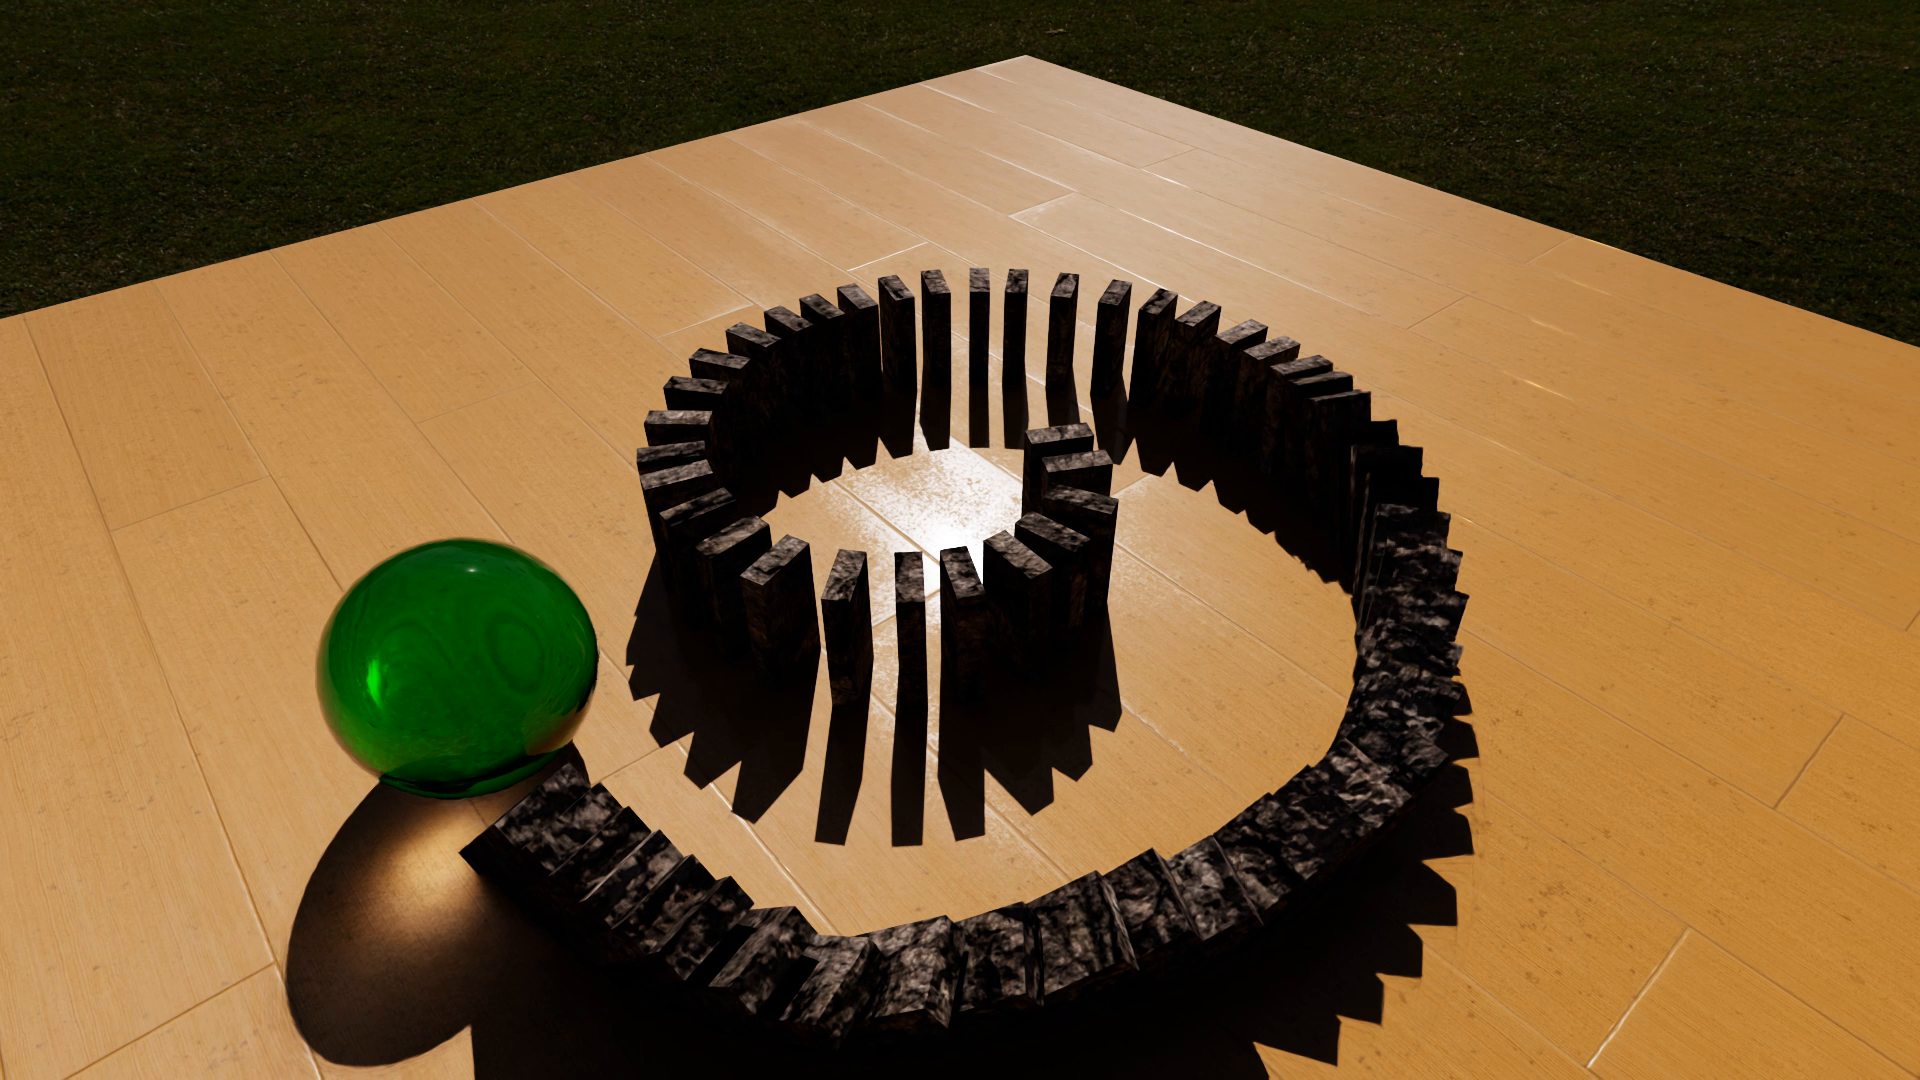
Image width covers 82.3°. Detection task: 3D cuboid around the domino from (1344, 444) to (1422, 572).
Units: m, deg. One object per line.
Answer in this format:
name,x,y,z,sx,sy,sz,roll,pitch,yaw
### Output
domino,0.165,-0.012,0.430,0.025,0.050,0.010,3,-1,4

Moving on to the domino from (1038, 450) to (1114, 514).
domino,0.043,-0.010,0.424,0.025,0.050,0.010,-8,40,-10

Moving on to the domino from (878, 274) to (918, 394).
domino,-0.030,-0.100,0.533,0.010,0.050,0.025,-15,42,-17

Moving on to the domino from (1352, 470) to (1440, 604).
domino,0.165,0.000,0.417,0.025,0.009,0.050,7,84,9

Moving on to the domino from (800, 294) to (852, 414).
domino,-0.063,-0.088,0.519,0.010,0.050,0.025,-25,45,-27

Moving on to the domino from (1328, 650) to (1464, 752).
domino,0.134,0.063,0.347,0.025,0.009,0.050,29,78,27

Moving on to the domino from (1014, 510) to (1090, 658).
domino,0.032,0.016,0.392,0.025,0.050,0.010,27,47,29

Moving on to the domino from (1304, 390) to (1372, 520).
domino,0.157,-0.035,0.455,0.025,0.050,0.009,-10,15,-12

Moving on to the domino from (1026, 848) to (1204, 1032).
domino,0.037,0.106,0.293,0.050,0.010,0.025,-33,41,10

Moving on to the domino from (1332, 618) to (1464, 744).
domino,0.143,0.053,0.360,0.025,0.009,0.050,23,74,25

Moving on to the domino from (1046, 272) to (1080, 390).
domino,0.050,-0.101,0.535,0.009,0.050,0.025,9,40,11

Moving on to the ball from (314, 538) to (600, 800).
ball,-0.153,0.039,0.340,0.080,0.080,0.080,0,39,0

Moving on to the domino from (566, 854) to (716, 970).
domino,-0.086,0.100,0.294,0.009,0.050,0.025,50,50,-5

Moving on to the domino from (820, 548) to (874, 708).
domino,-0.038,0.031,0.374,0.010,0.050,0.025,5,40,7

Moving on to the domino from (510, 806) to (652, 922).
domino,-0.106,0.091,0.305,0.009,0.050,0.025,50,49,-5

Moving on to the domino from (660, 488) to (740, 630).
domino,-0.092,0.008,0.402,0.025,0.050,0.009,-26,46,-28

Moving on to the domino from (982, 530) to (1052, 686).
domino,0.019,0.024,0.382,0.009,0.050,0.025,-26,46,-28

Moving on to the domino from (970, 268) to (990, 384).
domino,0.009,-0.105,0.539,0.009,0.050,0.025,0,39,0

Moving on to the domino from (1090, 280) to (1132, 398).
domino,0.073,-0.096,0.529,0.010,0.050,0.025,14,41,17

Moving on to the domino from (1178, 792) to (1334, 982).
domino,0.075,0.096,0.305,0.050,0.010,0.025,-39,49,3

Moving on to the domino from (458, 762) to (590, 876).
domino,-0.126,0.081,0.317,0.009,0.050,0.025,50,50,-5

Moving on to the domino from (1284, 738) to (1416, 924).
domino,0.105,0.085,0.321,0.050,0.009,0.025,-42,49,-2

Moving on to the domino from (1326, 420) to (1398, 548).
domino,0.162,-0.022,0.442,0.025,0.050,0.009,-3,2,-4

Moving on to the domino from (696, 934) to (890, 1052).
domino,-0.044,0.115,0.283,0.050,0.010,0.025,-15,25,40

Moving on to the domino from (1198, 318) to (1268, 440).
domino,0.124,-0.073,0.500,0.025,0.050,0.010,-27,46,-29

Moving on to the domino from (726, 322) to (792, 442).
domino,-0.091,-0.071,0.498,0.025,0.050,0.010,25,46,27

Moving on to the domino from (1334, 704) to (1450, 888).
domino,0.120,0.077,0.332,0.050,0.009,0.025,-45,51,-6

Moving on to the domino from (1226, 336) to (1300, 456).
domino,0.134,-0.064,0.489,0.025,0.050,0.009,-22,44,-25

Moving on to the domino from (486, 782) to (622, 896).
domino,-0.116,0.085,0.312,0.009,0.050,0.025,50,50,-5

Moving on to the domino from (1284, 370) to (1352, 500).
domino,0.151,-0.044,0.465,0.025,0.050,0.010,-12,24,-14

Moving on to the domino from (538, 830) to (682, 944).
domino,-0.096,0.095,0.300,0.010,0.050,0.025,50,50,-5

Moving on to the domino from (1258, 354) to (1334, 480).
domino,0.144,-0.053,0.475,0.025,0.050,0.009,-15,35,-17

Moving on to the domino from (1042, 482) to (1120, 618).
domino,0.043,0.004,0.406,0.025,0.050,0.009,15,42,18

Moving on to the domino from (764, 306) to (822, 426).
domino,-0.077,-0.080,0.510,0.010,0.050,0.025,-31,48,-32

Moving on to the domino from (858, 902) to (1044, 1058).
domino,-0.003,0.114,0.285,0.050,0.010,0.025,-24,35,19

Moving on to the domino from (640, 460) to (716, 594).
domino,-0.104,-0.005,0.417,0.025,0.050,0.009,-16,42,-19

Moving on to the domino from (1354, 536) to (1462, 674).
domino,0.159,0.026,0.390,0.025,0.009,0.050,15,79,17

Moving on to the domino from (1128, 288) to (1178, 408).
domino,0.092,-0.091,0.522,0.009,0.050,0.025,20,43,23

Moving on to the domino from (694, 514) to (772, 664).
domino,-0.078,0.018,0.390,0.009,0.050,0.025,31,48,32

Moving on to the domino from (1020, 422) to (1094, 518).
domino,0.038,-0.022,0.438,0.025,0.050,0.009,-9,40,-11

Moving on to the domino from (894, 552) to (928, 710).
domino,-0.016,0.031,0.373,0.009,0.050,0.025,-2,39,-3

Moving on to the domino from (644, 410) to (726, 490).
domino,-0.110,-0.029,0.447,0.025,0.050,0.009,1,39,1

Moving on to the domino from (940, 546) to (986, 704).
domino,0.001,0.030,0.375,0.010,0.050,0.025,-9,40,-11

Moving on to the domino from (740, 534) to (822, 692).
domino,-0.061,0.026,0.380,0.010,0.050,0.025,21,44,23

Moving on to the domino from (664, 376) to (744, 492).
domino,-0.108,-0.044,0.465,0.025,0.050,0.010,7,40,8

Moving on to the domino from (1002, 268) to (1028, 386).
domino,0.027,-0.104,0.538,0.009,0.050,0.025,4,40,5

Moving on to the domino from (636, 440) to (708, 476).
domino,-0.109,-0.014,0.428,0.025,0.050,0.010,-7,40,-9

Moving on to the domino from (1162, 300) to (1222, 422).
domino,0.108,-0.083,0.513,0.010,0.050,0.025,28,47,30

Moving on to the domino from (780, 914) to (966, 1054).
domino,-0.023,0.114,0.282,0.050,0.009,0.025,-24,30,29

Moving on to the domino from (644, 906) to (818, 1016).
domino,-0.061,0.109,0.286,0.050,0.009,0.025,-24,17,46

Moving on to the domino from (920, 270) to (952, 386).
domino,-0.012,-0.103,0.538,0.010,0.050,0.025,-8,40,-10

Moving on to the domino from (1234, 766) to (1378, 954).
domino,0.090,0.091,0.313,0.050,0.009,0.025,-41,49,1

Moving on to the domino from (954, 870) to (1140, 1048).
domino,0.019,0.110,0.289,0.050,0.010,0.025,-30,42,14

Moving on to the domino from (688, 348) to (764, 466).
domino,-0.102,-0.058,0.482,0.025,0.050,0.009,14,41,16

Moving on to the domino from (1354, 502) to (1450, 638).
domino,0.162,0.013,0.404,0.025,0.009,0.050,10,80,12

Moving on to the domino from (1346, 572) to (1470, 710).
domino,0.153,0.039,0.375,0.025,0.010,0.050,19,77,22

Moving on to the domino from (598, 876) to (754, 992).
domino,-0.075,0.104,0.289,0.009,0.050,0.025,50,50,-5

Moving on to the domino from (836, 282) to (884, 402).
domino,-0.048,-0.094,0.526,0.010,0.050,0.025,-20,43,-23

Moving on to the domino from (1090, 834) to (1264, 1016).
domino,0.053,0.104,0.298,0.050,0.009,0.025,-32,41,8
